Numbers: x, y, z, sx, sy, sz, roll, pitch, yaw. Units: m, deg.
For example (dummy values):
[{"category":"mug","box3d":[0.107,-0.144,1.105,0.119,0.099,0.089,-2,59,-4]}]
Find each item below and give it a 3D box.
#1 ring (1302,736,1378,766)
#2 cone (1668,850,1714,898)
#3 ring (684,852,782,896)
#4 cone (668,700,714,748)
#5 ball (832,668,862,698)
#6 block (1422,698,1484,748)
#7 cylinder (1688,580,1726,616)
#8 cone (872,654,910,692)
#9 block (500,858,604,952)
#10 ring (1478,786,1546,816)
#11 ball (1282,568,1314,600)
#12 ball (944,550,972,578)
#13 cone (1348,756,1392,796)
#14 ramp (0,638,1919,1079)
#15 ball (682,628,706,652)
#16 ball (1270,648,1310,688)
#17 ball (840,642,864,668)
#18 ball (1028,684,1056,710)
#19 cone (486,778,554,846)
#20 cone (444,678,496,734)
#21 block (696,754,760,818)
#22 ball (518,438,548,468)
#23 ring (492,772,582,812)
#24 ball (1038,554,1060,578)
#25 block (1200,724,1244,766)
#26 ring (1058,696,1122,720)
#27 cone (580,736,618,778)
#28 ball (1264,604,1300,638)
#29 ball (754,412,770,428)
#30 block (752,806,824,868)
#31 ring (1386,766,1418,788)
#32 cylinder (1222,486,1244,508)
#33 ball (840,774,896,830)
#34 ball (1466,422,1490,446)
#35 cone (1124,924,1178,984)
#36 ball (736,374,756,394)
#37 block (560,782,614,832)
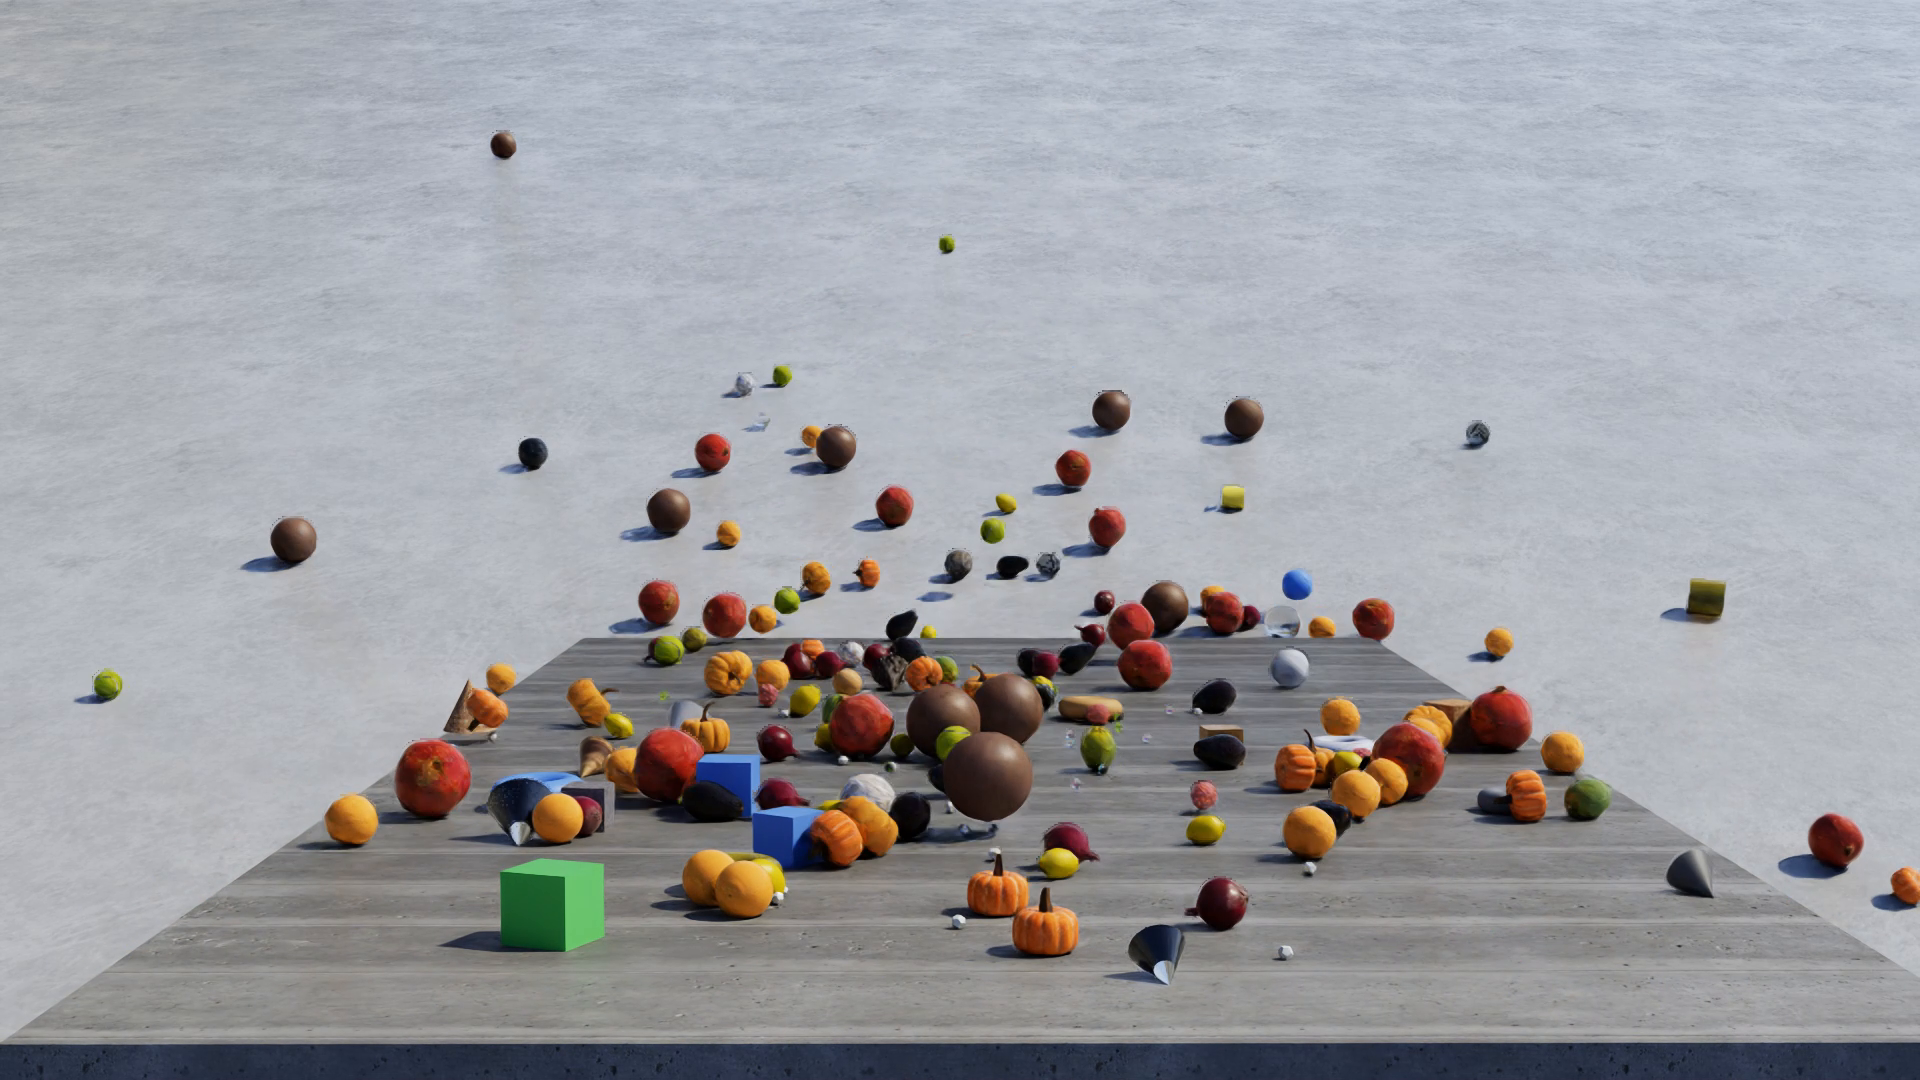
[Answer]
[{"category":"ring","box3d":[0.648,0.360,4.387,0.128,0.043,0.128,-1,3,0]},{"category":"cone","box3d":[0.943,0.437,3.265,0.062,0.062,0.062,-6,32,-16]},{"category":"ring","box3d":[-0.291,0.429,3.297,0.128,0.043,0.128,1,2,0]},{"category":"cone","box3d":[-0.502,0.349,4.594,0.090,0.090,0.090,8,33,21]},{"category":"ball","box3d":[-0.232,0.295,5.295,0.060,0.060,0.060,0,20,0]},{"category":"block","box3d":[0.885,0.329,4.608,0.076,0.076,0.076,-3,4,-36]},{"category":"cylinder","box3d":[2.014,0.157,6.926,0.091,0.091,0.091,6,21,16]},{"category":"cone","box3d":[-0.144,0.298,5.427,0.083,0.083,0.083,-2,30,-5]},{"category":"block","box3d":[-0.475,0.425,2.996,0.087,0.087,0.087,1,4,22]},{"category":"ring","box3d":[0.837,0.395,3.897,0.103,0.034,0.103,-1,4,0]},{"category":"ball","box3d":[0.908,0.121,6.916,0.085,0.085,0.085,0,20,0]},{"category":"ball","box3d":[-0.004,0.067,7.191,0.079,0.079,0.079,0,20,0]},{"category":"cone","box3d":[0.637,0.385,4.076,0.067,0.067,0.067,-21,-10,-44]},{"category":"ramp","box3d":[0.047,0.423,4.534,2.000,0.100,4.000,0,4,0]},{"category":"ball","box3d":[-0.641,0.240,6.190,0.059,0.059,0.059,0,20,0]},{"category":"ball","box3d":[0.702,0.273,5.467,0.082,0.082,0.082,0,20,0]},{"category":"ball","box3d":[-0.245,0.262,5.851,0.057,0.057,0.057,0,20,0]},{"category":"ball","box3d":[0.162,0.311,5.084,0.054,0.054,0.054,0,20,0]},{"category":"cone","box3d":[-0.625,0.406,3.650,0.097,0.097,0.097,-3,31,-7]},{"category":"cone","box3d":[-0.920,0.307,4.812,0.097,0.097,0.097,0,4,0]},{"category":"block","box3d":[-0.350,0.372,3.890,0.082,0.082,0.082,0,4,5]},{"category":"ball","box3d":[-1.349,-0.277,8.111,0.096,0.096,0.096,0,20,0]},{"category":"ring","box3d":[-0.645,0.387,3.928,0.145,0.048,0.145,-1,4,0]},{"category":"ball","box3d":[0.249,0.071,7.199,0.066,0.066,0.066,0,20,0]},{"category":"block","box3d":[0.446,0.350,4.387,0.062,0.062,0.062,-1,4,-8]},{"category":"ring","box3d":[0.252,0.325,4.959,0.124,0.041,0.124,2,0,0]},{"category":"cone","box3d":[-0.614,0.374,4.259,0.070,0.070,0.070,6,32,17]},{"category":"ball","box3d":[0.847,0.219,6.747,0.097,0.097,0.097,0,20,0]},{"category":"ball","box3d":[-0.657,-0.396,8.502,0.053,0.053,0.053,0,20,0]},{"category":"block","box3d":[-0.232,0.403,3.485,0.069,0.069,0.069,2,4,34]},{"category":"ring","box3d":[0.697,0.382,4.149,0.084,0.028,0.084,-1,4,0]},{"category":"cylinder","box3d":[0.825,-0.129,7.745,0.062,0.062,0.062,2,20,6]},{"category":"ball","box3d":[-0.135,0.380,3.738,0.082,0.082,0.082,0,20,0]},{"category":"ball","box3d":[1.676,-0.342,8.317,0.077,0.077,0.077,0,20,0]},{"category":"cone","box3d":[0.222,0.466,2.803,0.065,0.065,0.065,-9,51,-22]},{"category":"ball","box3d":[-0.740,-0.538,8.865,0.072,0.072,0.072,0,20,0]},{"category":"block","box3d":[-0.544,0.389,3.752,0.064,0.064,0.064,0,4,5]}]
